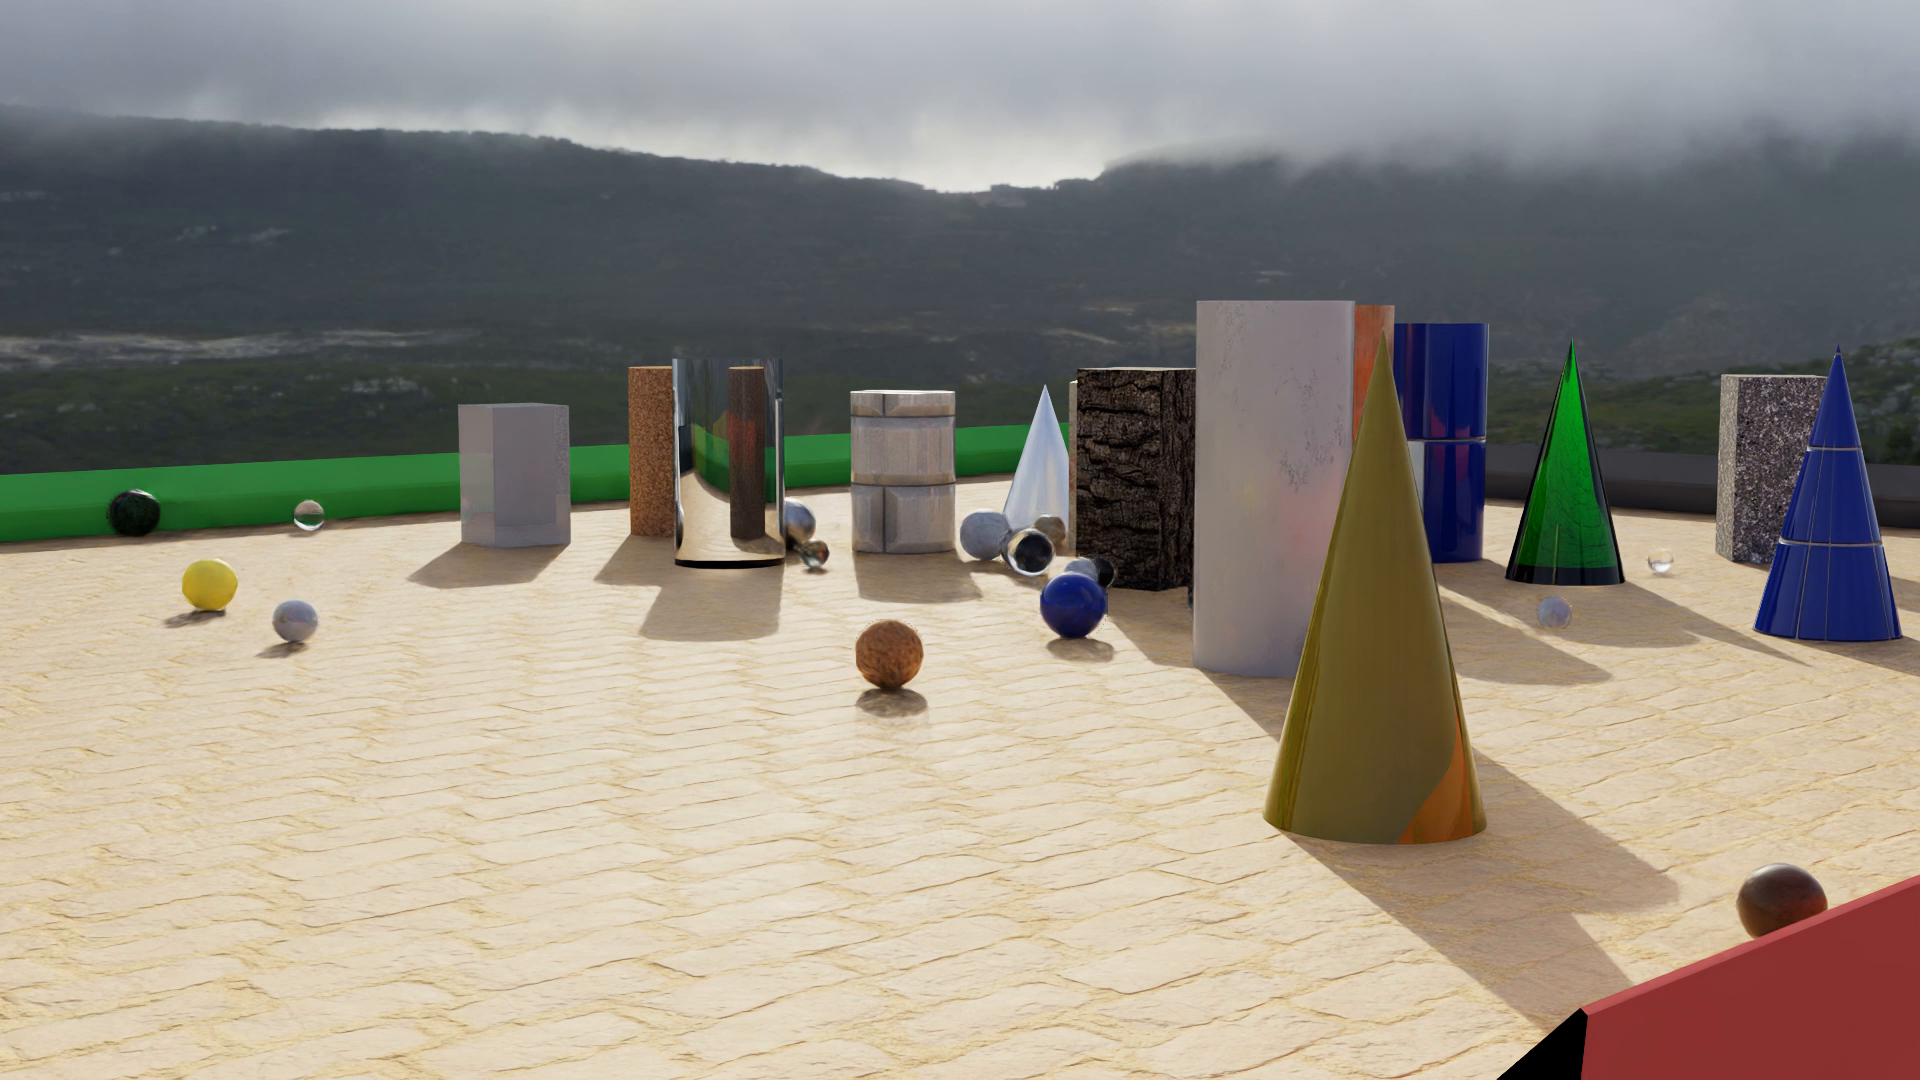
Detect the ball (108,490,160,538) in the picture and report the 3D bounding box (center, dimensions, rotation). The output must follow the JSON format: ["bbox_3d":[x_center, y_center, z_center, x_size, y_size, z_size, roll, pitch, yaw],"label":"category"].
[{"bbox_3d":[-1.616,-0.052,4.304,0.094,0.094,0.094,0,6,0],"label":"ball"}]

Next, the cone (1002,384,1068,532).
[{"bbox_3d":[0.173,-0.172,4.492,0.195,0.295,0.195,0,6,0],"label":"cone"}]

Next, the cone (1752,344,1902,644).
[{"bbox_3d":[1.199,-0.071,3.021,0.195,0.399,0.195,0,6,0],"label":"cone"}]

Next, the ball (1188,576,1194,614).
[{"bbox_3d":[0.365,0.077,3.062,0.097,0.097,0.097,0,6,0],"label":"ball"}]

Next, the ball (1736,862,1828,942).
[{"bbox_3d":[0.574,0.256,1.535,0.060,0.060,0.060,0,6,0],"label":"ball"}]

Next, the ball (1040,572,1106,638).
[{"bbox_3d":[0.153,0.088,2.987,0.091,0.091,0.091,0,6,0],"label":"ball"}]

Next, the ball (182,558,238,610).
[{"bbox_3d":[-1.113,0.066,3.262,0.078,0.078,0.078,0,6,0],"label":"ball"}]

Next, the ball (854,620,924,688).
[{"bbox_3d":[-0.083,0.135,2.591,0.081,0.081,0.081,0,6,0],"label":"ball"}]

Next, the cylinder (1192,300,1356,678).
[{"bbox_3d":[0.391,-0.070,2.746,0.195,0.455,0.195,0,6,0],"label":"cylinder"}]

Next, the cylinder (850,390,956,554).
[{"bbox_3d":[-0.106,-0.129,4.094,0.195,0.293,0.195,0,6,0],"label":"cylinder"}]

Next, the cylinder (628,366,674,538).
[{"bbox_3d":[-0.562,-0.179,4.388,0.195,0.330,0.195,0,6,0],"label":"cylinder"}]

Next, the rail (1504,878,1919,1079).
[{"bbox_3d":[1.281,0.178,1.952,4.422,0.127,0.045,-5,8,-42],"label":"rail"}]

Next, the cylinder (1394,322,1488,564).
[{"bbox_3d":[0.845,-0.179,3.950,0.195,0.420,0.195,0,6,0],"label":"cylinder"}]

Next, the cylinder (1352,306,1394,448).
[{"bbox_3d":[0.633,-0.171,3.727,0.195,0.452,0.195,0,6,0],"label":"cylinder"}]

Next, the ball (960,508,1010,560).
[{"bbox_3d":[0.045,-0.010,3.915,0.092,0.092,0.092,0,6,0],"label":"ball"}]

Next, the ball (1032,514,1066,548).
[{"bbox_3d":[0.167,-0.017,4.114,0.064,0.064,0.064,0,6,0],"label":"ball"}]

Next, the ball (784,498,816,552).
[{"bbox_3d":[-0.314,-0.028,4.065,0.097,0.097,0.097,0,6,0],"label":"ball"}]

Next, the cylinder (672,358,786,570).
[{"bbox_3d":[-0.406,-0.139,3.863,0.195,0.360,0.195,0,6,0],"label":"cylinder"}]

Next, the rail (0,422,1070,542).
[{"bbox_3d":[-1.281,-0.112,4.712,4.422,0.127,0.045,-5,8,-42],"label":"rail"}]

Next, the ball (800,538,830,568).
[{"bbox_3d":[-0.251,0.023,3.800,0.051,0.051,0.051,0,6,0],"label":"ball"}]

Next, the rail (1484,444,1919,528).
[{"bbox_3d":[1.608,-0.122,4.807,0.045,0.127,3.824,-5,8,-42],"label":"rail"}]

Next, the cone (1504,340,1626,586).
[{"bbox_3d":[1.004,-0.135,3.629,0.195,0.401,0.195,0,6,0],"label":"cone"}]

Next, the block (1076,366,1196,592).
[{"bbox_3d":[0.297,-0.103,3.574,0.156,0.349,0.156,4,7,36],"label":"block"}]

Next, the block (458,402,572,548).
[{"bbox_3d":[-0.852,-0.127,4.209,0.156,0.263,0.156,-4,7,-36],"label":"block"}]

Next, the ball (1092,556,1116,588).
[{"bbox_3d":[0.223,0.053,3.515,0.052,0.052,0.052,0,6,0],"label":"ball"}]

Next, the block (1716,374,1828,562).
[{"bbox_3d":[1.453,-0.130,3.935,0.156,0.327,0.156,1,6,8],"label":"block"}]

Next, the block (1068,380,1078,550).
[{"bbox_3d":[0.292,-0.144,4.149,0.156,0.310,0.156,1,6,10],"label":"block"}]

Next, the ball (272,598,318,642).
[{"bbox_3d":[-0.891,0.108,2.946,0.060,0.060,0.060,0,6,0],"label":"ball"}]

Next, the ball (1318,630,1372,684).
[{"bbox_3d":[0.459,0.140,2.624,0.064,0.064,0.064,0,6,0],"label":"ball"}]

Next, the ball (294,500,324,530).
[{"bbox_3d":[-1.316,-0.049,4.444,0.061,0.061,0.061,0,6,0],"label":"ball"}]

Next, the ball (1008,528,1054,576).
[{"bbox_3d":[0.119,0.021,3.683,0.080,0.080,0.080,0,6,0],"label":"ball"}]

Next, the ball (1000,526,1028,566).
[{"bbox_3d":[0.105,0.013,3.784,0.074,0.074,0.074,0,6,0],"label":"ball"}]

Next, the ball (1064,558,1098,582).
[{"bbox_3d":[0.191,0.055,3.472,0.055,0.055,0.055,0,6,0],"label":"ball"}]

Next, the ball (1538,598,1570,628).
[{"bbox_3d":[0.830,0.102,3.075,0.044,0.044,0.044,0,6,0],"label":"ball"}]

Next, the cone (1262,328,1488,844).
[{"bbox_3d":[0.363,0.031,1.910,0.195,0.429,0.195,0,6,0],"label":"cone"}]

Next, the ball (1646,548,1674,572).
[{"bbox_3d":[1.188,0.034,3.733,0.043,0.043,0.043,0,6,0],"label":"ball"}]
